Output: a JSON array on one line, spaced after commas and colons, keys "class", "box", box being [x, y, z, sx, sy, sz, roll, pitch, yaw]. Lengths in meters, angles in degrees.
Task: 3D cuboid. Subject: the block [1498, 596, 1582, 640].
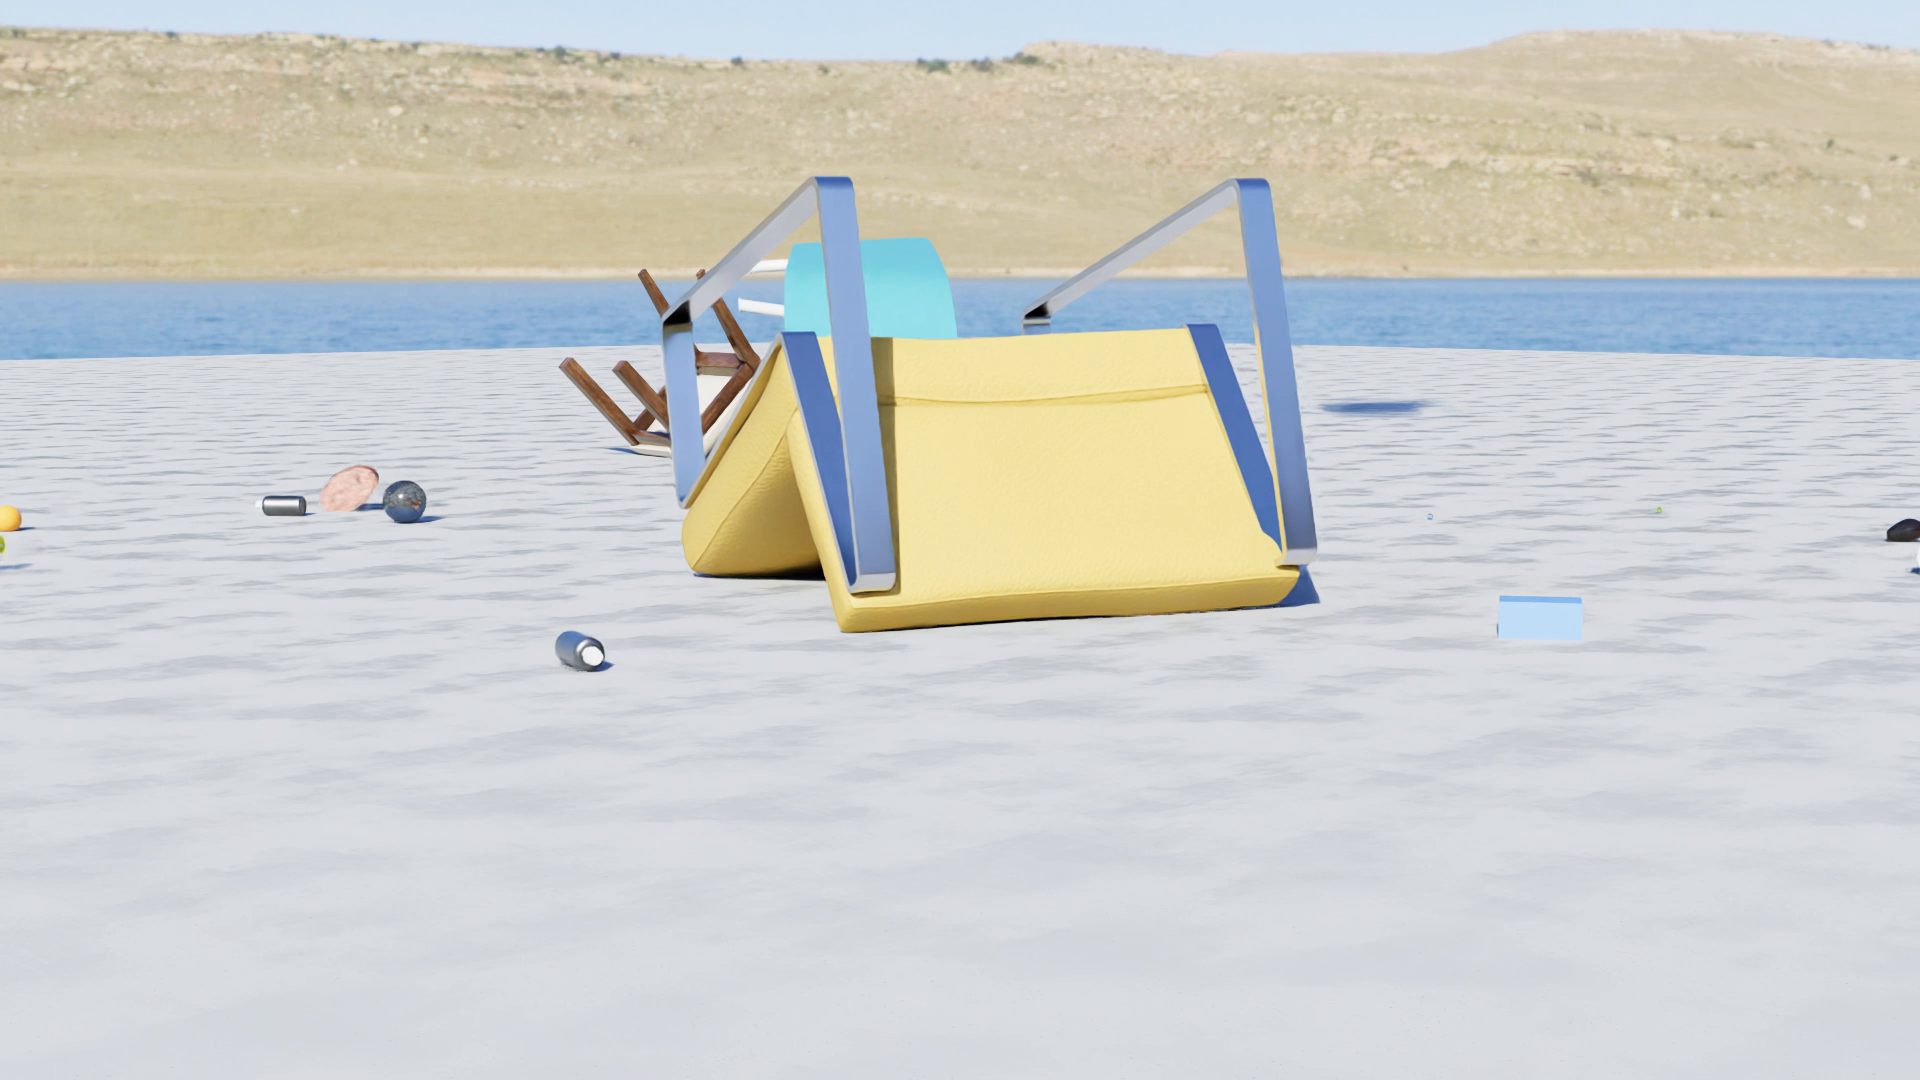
[{"class": "block", "box": [1.062, 0.142, 4.698, 0.148, 0.068, 0.094, 1, 6, 12]}]

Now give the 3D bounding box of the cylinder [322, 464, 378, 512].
[{"class": "cylinder", "box": [-1.715, -0.145, 7.217, 0.167, 0.104, 0.117, -32, 10, -5]}]

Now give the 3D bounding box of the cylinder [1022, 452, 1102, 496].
[{"class": "cylinder", "box": [0.310, -0.202, 7.817, 0.256, 0.116, 0.113, -7, -27, -49]}]

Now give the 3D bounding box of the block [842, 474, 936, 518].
[{"class": "block", "box": [-0.198, -0.122, 7.110, 0.211, 0.100, 0.155, -4, 7, -37]}]

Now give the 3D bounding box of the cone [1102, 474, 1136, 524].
[{"class": "cone", "box": [0.426, -0.115, 6.833, 0.092, 0.142, 0.074, 1, 6, 5]}]

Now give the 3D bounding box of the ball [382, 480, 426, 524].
[{"class": "ball", "box": [-1.481, -0.103, 6.843, 0.116, 0.116, 0.116, 0, 6, 0]}]
